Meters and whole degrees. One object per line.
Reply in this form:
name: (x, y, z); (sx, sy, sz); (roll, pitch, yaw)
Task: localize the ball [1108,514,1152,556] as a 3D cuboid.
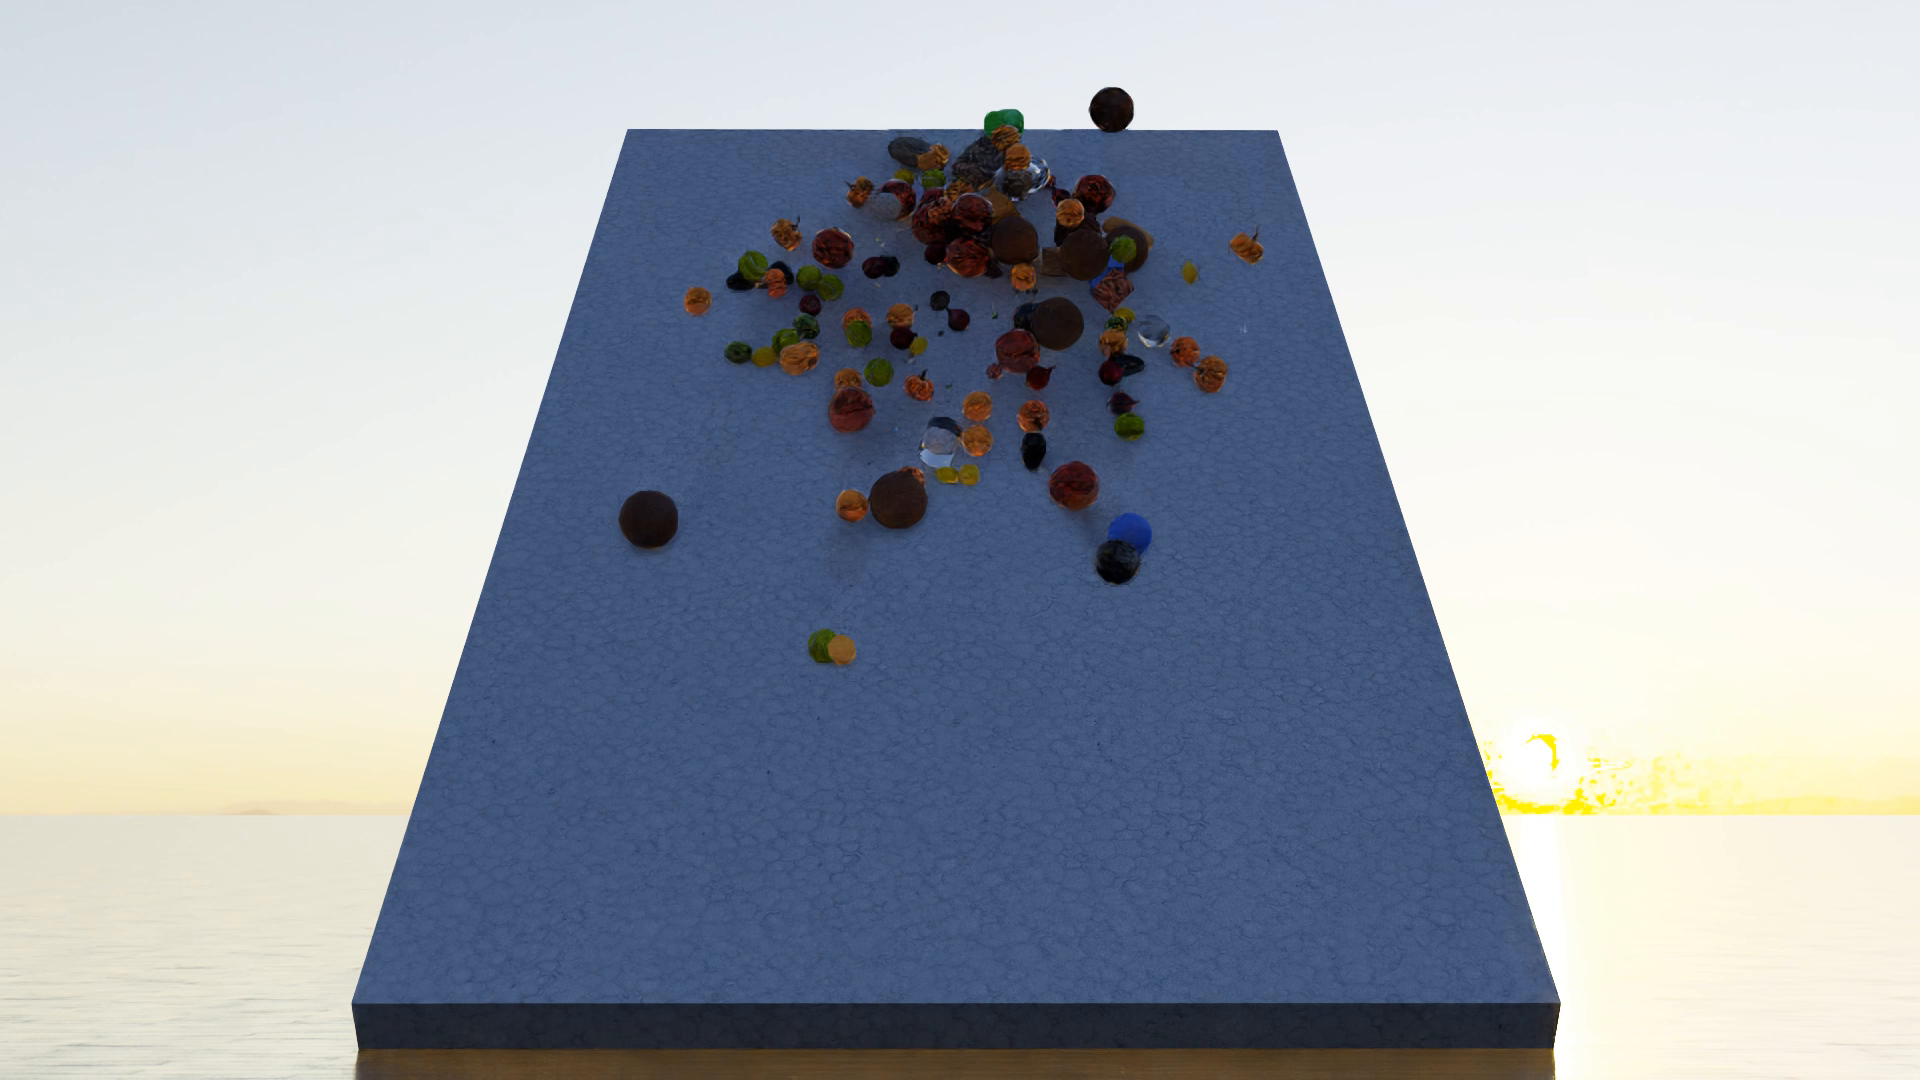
ball: (0.366, -0.009, 5.225); (0.097, 0.097, 0.097); (0, -6, 0)

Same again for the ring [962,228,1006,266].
ring: (0.066, -0.787, 6.522); (0.131, 0.044, 0.131); (22, -25, 11)

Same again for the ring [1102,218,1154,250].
ring: (0.459, -0.837, 6.622); (0.150, 0.050, 0.150); (25, 0, 0)

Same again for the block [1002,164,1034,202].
block: (0.163, -1.011, 6.868); (0.066, 0.066, 0.066); (19, 28, -12)

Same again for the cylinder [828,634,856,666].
cylinder: (-0.233, 0.219, 4.803); (0.052, 0.052, 0.052); (0, -14, 2)

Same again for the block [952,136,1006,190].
block: (0.048, -0.950, 6.102); (0.082, 0.082, 0.082); (45, -32, -15)

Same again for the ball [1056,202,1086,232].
ball: (0.308, -0.901, 6.752); (0.084, 0.084, 0.084); (0, -6, 0)

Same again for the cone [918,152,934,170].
cone: (-0.111, -1.107, 7.030); (0.056, 0.056, 0.056); (5, 23, -37)

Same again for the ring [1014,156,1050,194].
ring: (0.201, -1.043, 6.913); (0.111, 0.111, 0.037); (1, 28, -8)

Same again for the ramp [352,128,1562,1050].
ramp: (-0.014, -0.206, 5.750); (2.000, 0.100, 4.000); (0, 30, 0)

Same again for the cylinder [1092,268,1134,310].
cylinder: (0.393, -0.643, 6.225); (0.077, 0.077, 0.077); (39, -15, 13)

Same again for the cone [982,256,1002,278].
cone: (0.089, -0.739, 6.502); (0.055, 0.055, 0.055); (3, 32, -2)

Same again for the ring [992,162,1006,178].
ring: (0.094, -1.069, 6.988); (0.037, 0.112, 0.112); (35, -13, -8)

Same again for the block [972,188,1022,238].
block: (0.102, -0.900, 6.668); (0.082, 0.082, 0.082); (40, -8, 37)

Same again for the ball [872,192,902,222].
ball: (-0.202, -0.915, 6.656); (0.082, 0.082, 0.082); (0, -6, 0)

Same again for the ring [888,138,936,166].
ring: (-0.141, -1.153, 7.199); (0.146, 0.049, 0.146); (11, 30, -6)

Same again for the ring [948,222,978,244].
ring: (0.011, -0.849, 6.706); (0.090, 0.030, 0.090); (-9, 34, 6)

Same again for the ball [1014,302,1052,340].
ball: (0.183, -0.556, 6.135); (0.096, 0.096, 0.096); (0, -6, 0)

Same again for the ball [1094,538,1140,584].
ball: (0.332, 0.046, 5.131); (0.096, 0.096, 0.096); (0, -6, 0)

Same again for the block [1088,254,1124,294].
block: (0.387, -0.702, 6.416); (0.084, 0.084, 0.084); (-1, 30, -2)

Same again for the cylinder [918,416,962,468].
cylinder: (-0.045, -0.224, 5.538); (0.085, 0.085, 0.085); (11, -40, 9)

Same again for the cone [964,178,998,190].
cone: (0.077, -1.024, 6.928); (0.090, 0.090, 0.090); (35, -23, -25)

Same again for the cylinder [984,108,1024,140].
cylinder: (0.130, -1.225, 7.140); (0.086, 0.086, 0.086); (-15, 4, -36)

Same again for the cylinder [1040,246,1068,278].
cylinder: (0.251, -0.742, 6.458); (0.068, 0.068, 0.068); (5, 18, -2)

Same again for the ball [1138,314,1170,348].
ball: (0.490, -0.528, 6.121); (0.083, 0.083, 0.083); (0, -6, 0)

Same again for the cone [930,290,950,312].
cone: (-0.065, -0.633, 6.324); (0.058, 0.058, 0.058); (4, 22, -30)
